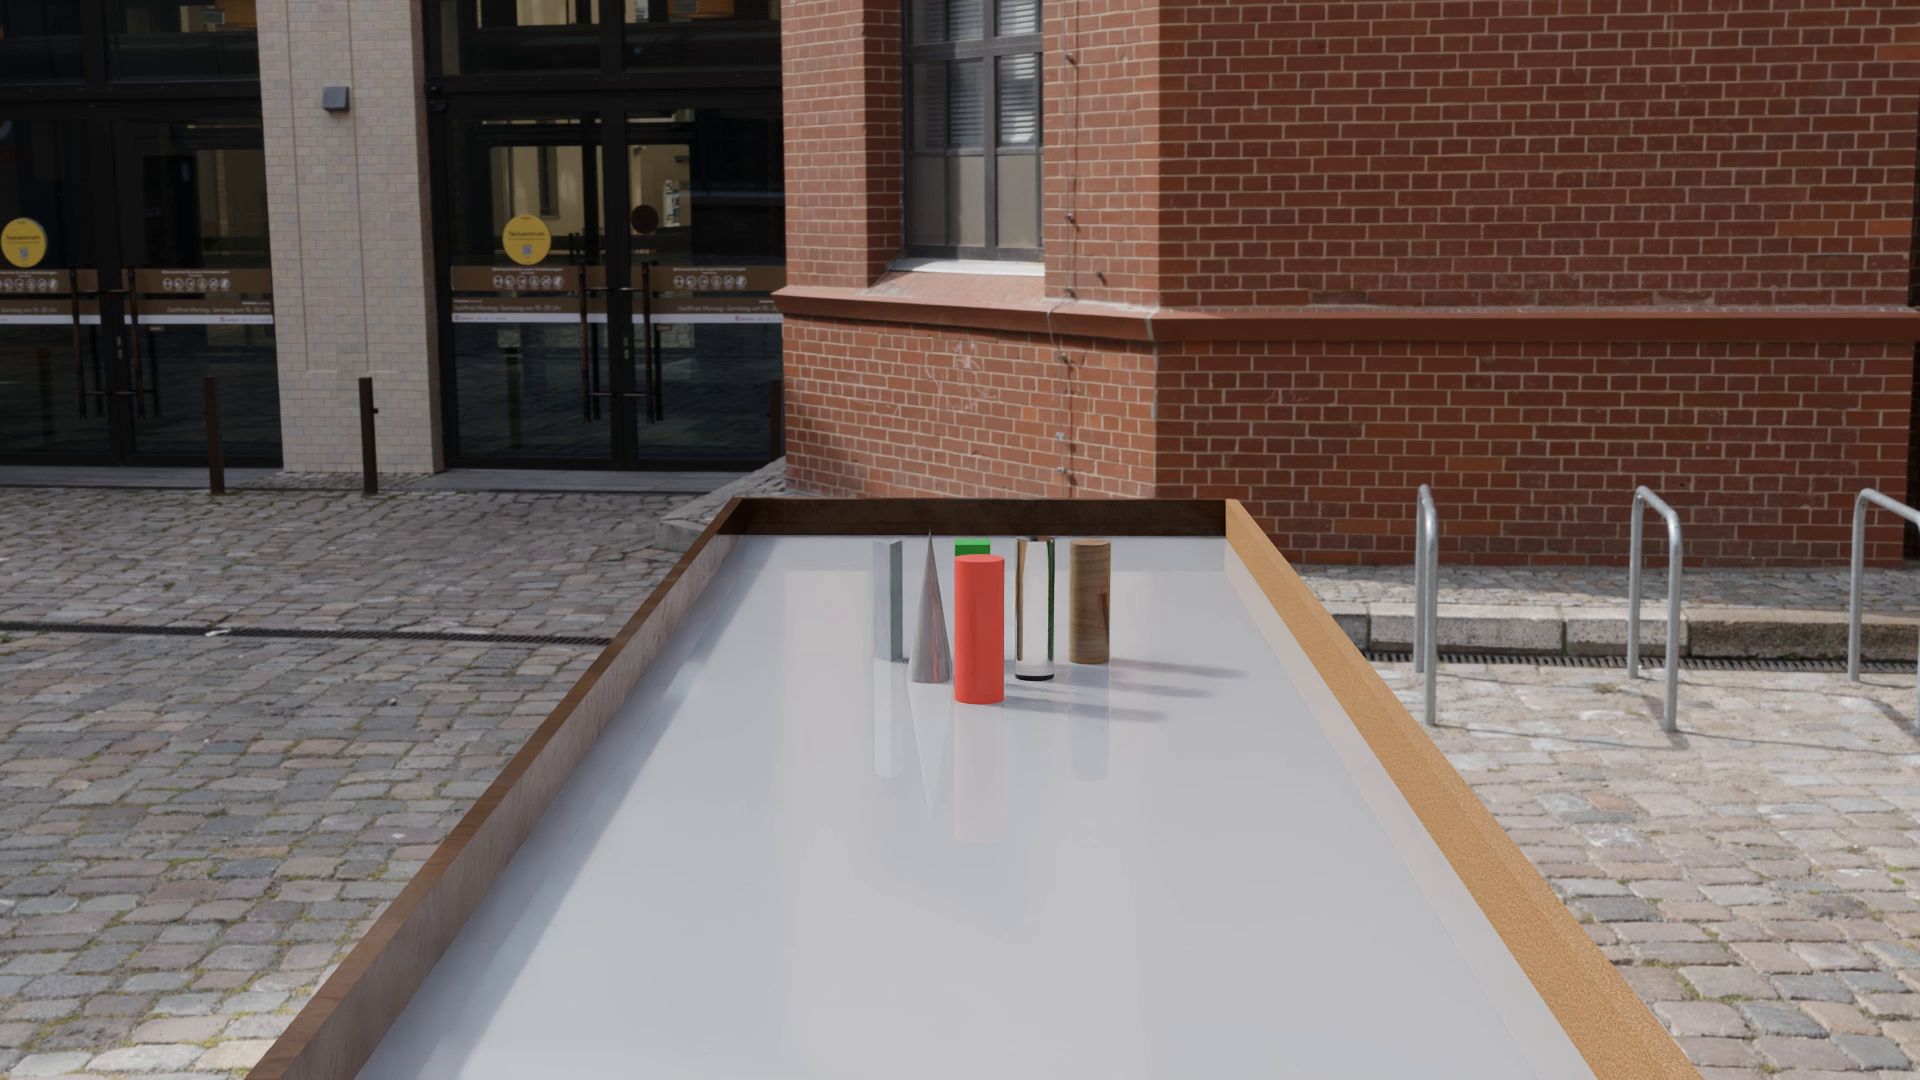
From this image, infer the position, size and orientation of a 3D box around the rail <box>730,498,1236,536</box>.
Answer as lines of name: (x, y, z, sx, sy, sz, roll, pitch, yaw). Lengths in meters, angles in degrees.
rail: (0.099, -0.098, 9.147, 2.100, 0.150, 0.050, 0, 9, 1)

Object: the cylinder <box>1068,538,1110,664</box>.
cylinder: (0.393, 0.186, 6.672, 0.125, 0.365, 0.125, 0, 9, 0)

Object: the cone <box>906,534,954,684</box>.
cone: (-0.087, 0.185, 6.417, 0.140, 0.447, 0.140, 0, 9, 0)

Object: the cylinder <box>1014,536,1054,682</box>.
cylinder: (0.219, 0.199, 6.436, 0.115, 0.412, 0.115, 0, 9, 0)

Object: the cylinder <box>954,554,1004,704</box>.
cylinder: (0.054, 0.249, 6.160, 0.140, 0.401, 0.140, 0, 9, 0)

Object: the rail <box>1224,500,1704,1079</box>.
rail: (1.046, 0.843, 3.208, 0.050, 0.150, 12.000, 0, 9, 1)

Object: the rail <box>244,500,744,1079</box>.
rail: (-1.004, 0.839, 3.234, 0.050, 0.150, 12.000, 0, 9, 1)

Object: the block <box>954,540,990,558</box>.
block: (0.037, 0.187, 6.660, 0.105, 0.366, 0.105, 0, 9, -1)

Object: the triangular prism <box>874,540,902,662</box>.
triangular prism: (-0.206, 0.182, 6.699, 0.076, 0.363, 0.087, -7, 12, -39)
